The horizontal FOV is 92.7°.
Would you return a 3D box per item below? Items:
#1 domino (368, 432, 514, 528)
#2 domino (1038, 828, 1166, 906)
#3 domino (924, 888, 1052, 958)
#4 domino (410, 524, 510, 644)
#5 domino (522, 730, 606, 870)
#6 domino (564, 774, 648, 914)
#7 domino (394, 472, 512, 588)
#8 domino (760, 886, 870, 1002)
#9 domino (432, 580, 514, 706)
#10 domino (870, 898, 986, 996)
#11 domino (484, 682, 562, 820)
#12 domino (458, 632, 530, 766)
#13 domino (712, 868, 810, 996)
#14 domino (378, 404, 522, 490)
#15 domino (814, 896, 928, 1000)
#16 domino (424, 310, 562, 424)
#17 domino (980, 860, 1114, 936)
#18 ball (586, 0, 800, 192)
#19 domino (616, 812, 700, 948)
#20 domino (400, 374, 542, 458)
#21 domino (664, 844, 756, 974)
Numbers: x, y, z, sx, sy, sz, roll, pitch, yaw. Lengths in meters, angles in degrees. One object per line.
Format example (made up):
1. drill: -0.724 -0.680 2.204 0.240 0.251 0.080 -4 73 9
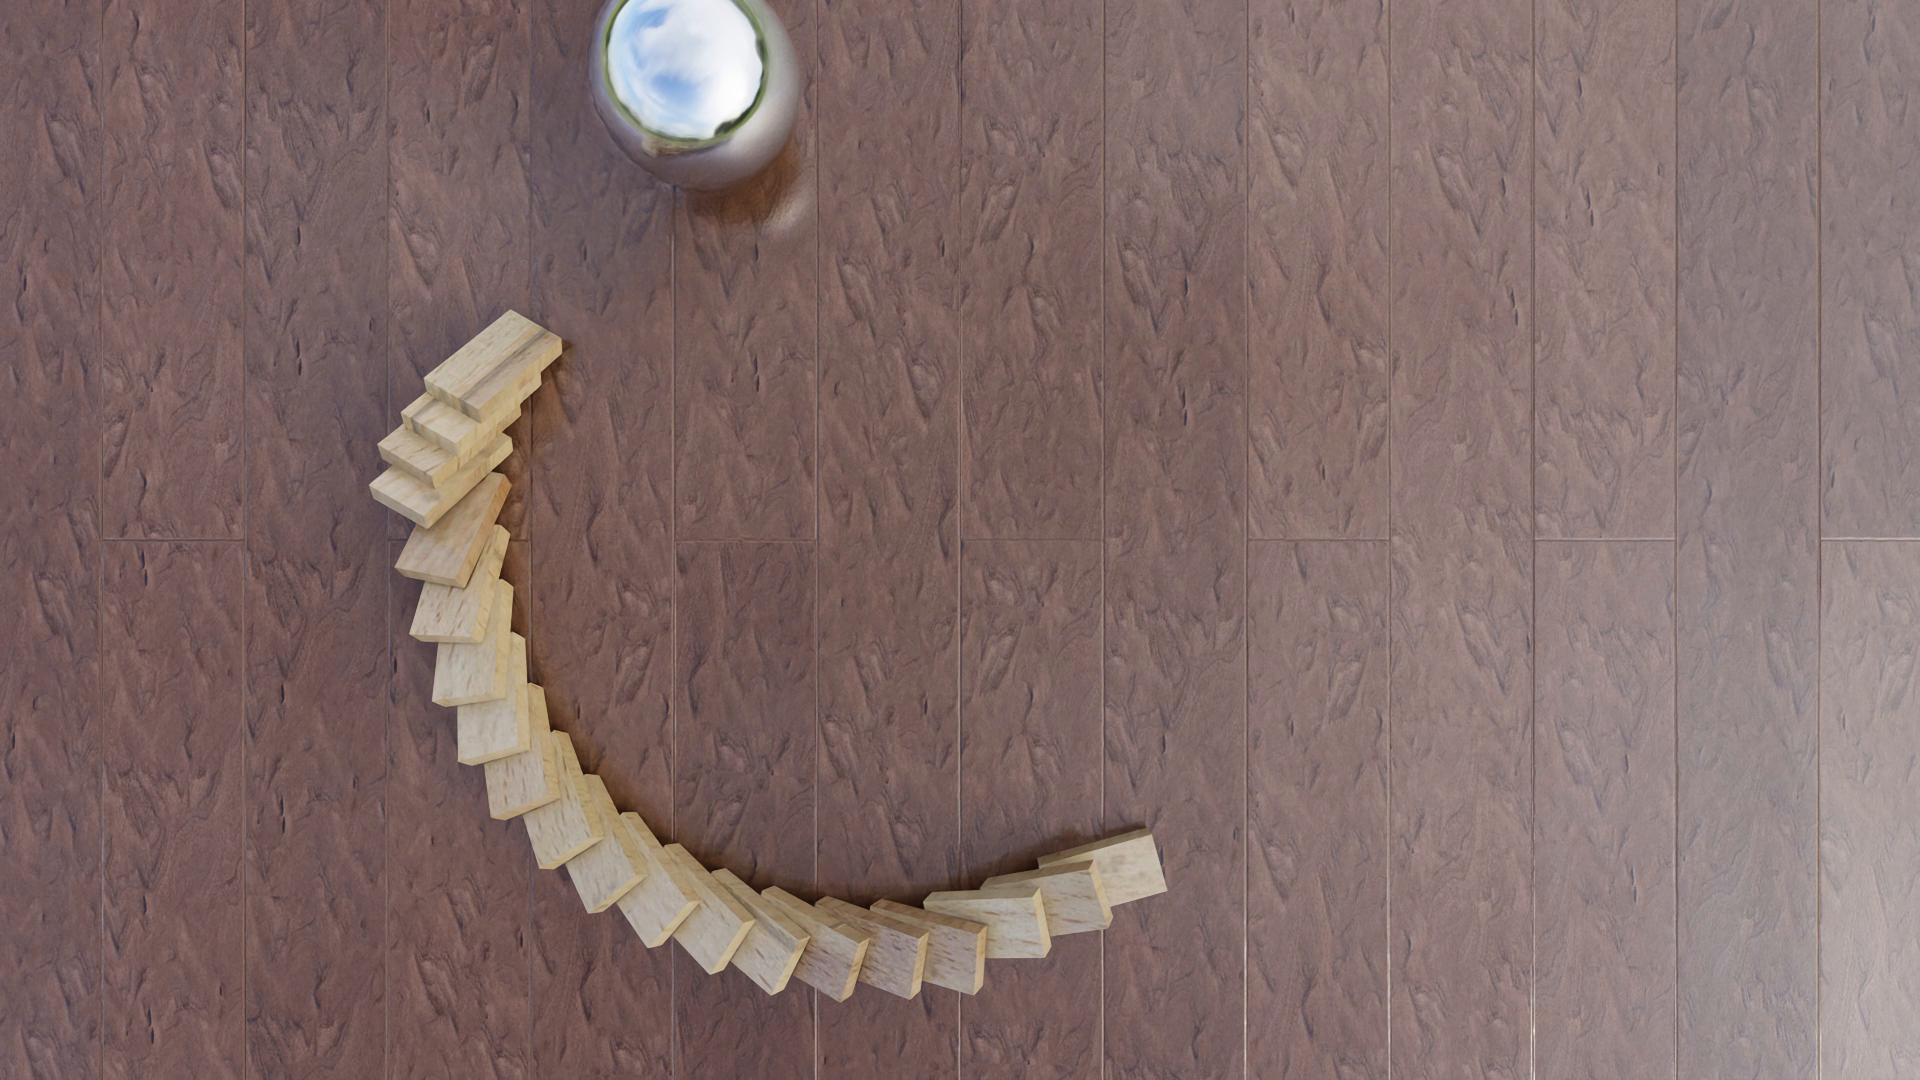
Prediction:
1. domino: -0.214 -0.030 0.381 0.025 0.009 0.050 30 52 0
2. domino: 0.061 0.144 0.395 0.050 0.009 0.025 -16 90 0
3. domino: 0.011 0.162 0.386 0.050 0.010 0.025 -11 90 22
4. domino: -0.210 0.018 0.386 0.025 0.010 0.050 2 66 0
5. domino: -0.171 0.109 0.385 0.025 0.010 0.050 -32 66 0
6. domino: -0.154 0.127 0.385 0.025 0.009 0.050 -39 66 1
7. domino: -0.212 -0.006 0.385 0.025 0.009 0.050 11 64 0
8. domino: -0.065 0.169 0.386 0.050 0.010 0.025 18 90 24
9. domino: -0.204 0.043 0.385 0.025 0.010 0.050 -8 66 0
10. domino: -0.014 0.170 0.385 0.050 0.009 0.025 4 90 24
11. domino: -0.186 0.088 0.385 0.025 0.010 0.050 -22 66 0
12. domino: -0.196 0.066 0.385 0.025 0.009 0.050 -15 66 0
13. domino: -0.089 0.164 0.385 0.050 0.010 0.025 27 90 24
14. domino: -0.211 -0.046 0.381 0.025 0.009 0.050 30 52 0
15. domino: -0.039 0.171 0.386 0.050 0.010 0.025 9 90 24
16. domino: -0.193 -0.073 0.381 0.025 0.009 0.050 29 53 0
17. domino: 0.036 0.152 0.386 0.050 0.009 0.025 -18 89 22
18. ball: -0.103 -0.180 0.360 0.080 0.080 0.080 0 90 0
19. domino: -0.134 0.142 0.385 0.050 0.010 0.025 42 90 24
20. domino: -0.202 -0.059 0.381 0.025 0.009 0.050 29 52 0
21. domino: -0.112 0.154 0.385 0.050 0.009 0.025 33 90 24
